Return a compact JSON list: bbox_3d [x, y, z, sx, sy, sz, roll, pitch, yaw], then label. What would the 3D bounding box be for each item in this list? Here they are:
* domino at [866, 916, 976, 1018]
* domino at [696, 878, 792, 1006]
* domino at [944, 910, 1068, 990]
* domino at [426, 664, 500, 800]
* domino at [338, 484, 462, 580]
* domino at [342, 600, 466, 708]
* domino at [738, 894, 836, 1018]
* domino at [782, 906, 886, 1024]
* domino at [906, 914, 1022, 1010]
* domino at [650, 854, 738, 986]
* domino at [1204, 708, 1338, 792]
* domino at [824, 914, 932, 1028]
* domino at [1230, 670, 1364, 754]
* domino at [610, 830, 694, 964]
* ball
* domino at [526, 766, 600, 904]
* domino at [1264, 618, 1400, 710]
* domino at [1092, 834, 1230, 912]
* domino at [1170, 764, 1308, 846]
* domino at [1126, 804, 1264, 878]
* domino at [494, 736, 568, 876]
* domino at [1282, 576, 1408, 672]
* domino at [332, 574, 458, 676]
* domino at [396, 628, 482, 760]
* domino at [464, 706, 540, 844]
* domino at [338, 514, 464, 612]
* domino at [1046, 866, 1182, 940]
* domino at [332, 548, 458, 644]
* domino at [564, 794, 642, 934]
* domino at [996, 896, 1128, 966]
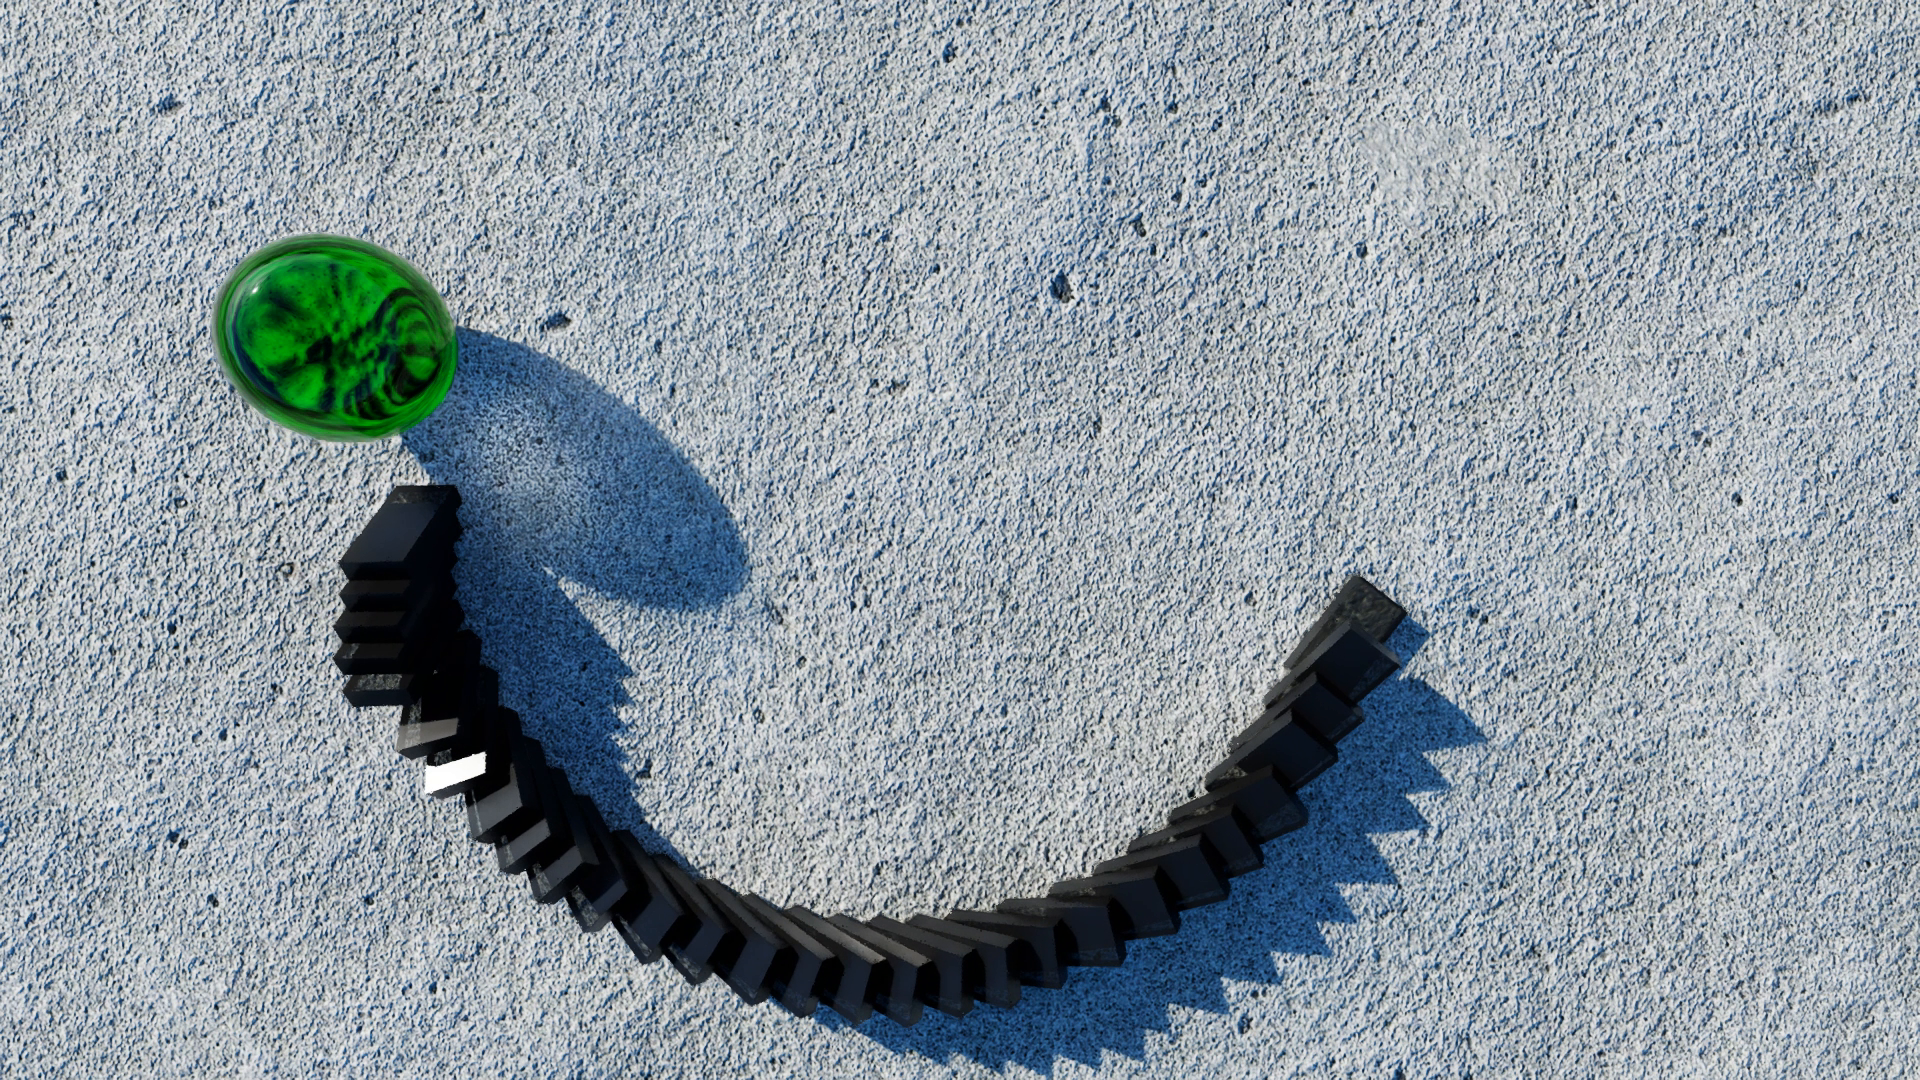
[{"bbox_3d":[-0.017,0.177,0.382,0.050,0.010,0.025,3,92,34],"label":"domino"},{"bbox_3d":[-0.096,0.167,0.383,0.050,0.009,0.025,25,90,31],"label":"domino"},{"bbox_3d":[0.019,0.171,0.385,0.050,0.009,0.025,-7,90,26],"label":"domino"},{"bbox_3d":[-0.207,0.079,0.383,0.025,0.009,0.050,-20,57,0],"label":"domino"},{"bbox_3d":[-0.229,-0.004,0.378,0.025,0.050,0.010,-1,130,0],"label":"domino"},{"bbox_3d":[-0.228,0.046,0.378,0.025,0.050,0.010,-2,130,0],"label":"domino"},{"bbox_3d":[-0.077,0.173,0.383,0.050,0.009,0.025,22,90,31],"label":"domino"},{"bbox_3d":[-0.056,0.176,0.382,0.050,0.009,0.025,15,90,33],"label":"domino"},{"bbox_3d":[0.001,0.175,0.381,0.050,0.010,0.025,-2,92,34],"label":"domino"},{"bbox_3d":[-0.118,0.158,0.384,0.050,0.009,0.025,32,90,28],"label":"domino"},{"bbox_3d":[0.129,0.095,0.383,0.025,0.010,0.050,41,118,-1],"label":"domino"},{"bbox_3d":[-0.037,0.178,0.382,0.050,0.009,0.025,11,92,33],"label":"domino"},{"bbox_3d":[0.141,0.081,0.385,0.025,0.010,0.050,39,117,0],"label":"domino"},{"bbox_3d":[-0.136,0.149,0.384,0.050,0.009,0.025,38,92,28],"label":"domino"},{"bbox_3d":[-0.243,-0.078,0.360,0.080,0.080,0.080,0,90,0],"label":"ball"},{"bbox_3d":[-0.170,0.122,0.382,0.025,0.009,0.050,-41,56,1],"label":"domino"},{"bbox_3d":[0.154,0.059,0.383,0.025,0.010,0.050,37,117,0],"label":"domino"},{"bbox_3d":[0.084,0.142,0.383,0.050,0.009,0.025,-28,91,28],"label":"domino"},{"bbox_3d":[0.116,0.116,0.384,0.050,0.010,0.025,-36,92,27],"label":"domino"},{"bbox_3d":[0.098,0.132,0.385,0.050,0.009,0.025,-31,90,27],"label":"domino"},{"bbox_3d":[-0.183,0.110,0.382,0.025,0.009,0.050,-37,56,2],"label":"domino"},{"bbox_3d":[0.166,0.043,0.395,0.025,0.010,0.050,38,90,0],"label":"domino"},{"bbox_3d":[-0.231,0.033,0.378,0.025,0.050,0.010,-1,130,0],"label":"domino"},{"bbox_3d":[-0.216,0.063,0.381,0.025,0.010,0.050,-15,54,0],"label":"domino"},{"bbox_3d":[-0.193,0.097,0.381,0.025,0.009,0.050,-35,56,3],"label":"domino"},{"bbox_3d":[-0.229,0.009,0.378,0.025,0.050,0.010,-1,130,0],"label":"domino"},{"bbox_3d":[0.064,0.154,0.384,0.050,0.010,0.025,-21,92,28],"label":"domino"},{"bbox_3d":[-0.231,0.021,0.378,0.025,0.050,0.009,-1,130,0],"label":"domino"},{"bbox_3d":[-0.157,0.135,0.385,0.025,0.010,0.050,-44,63,0],"label":"domino"},{"bbox_3d":[0.042,0.164,0.384,0.050,0.009,0.025,-13,90,27],"label":"domino"}]
